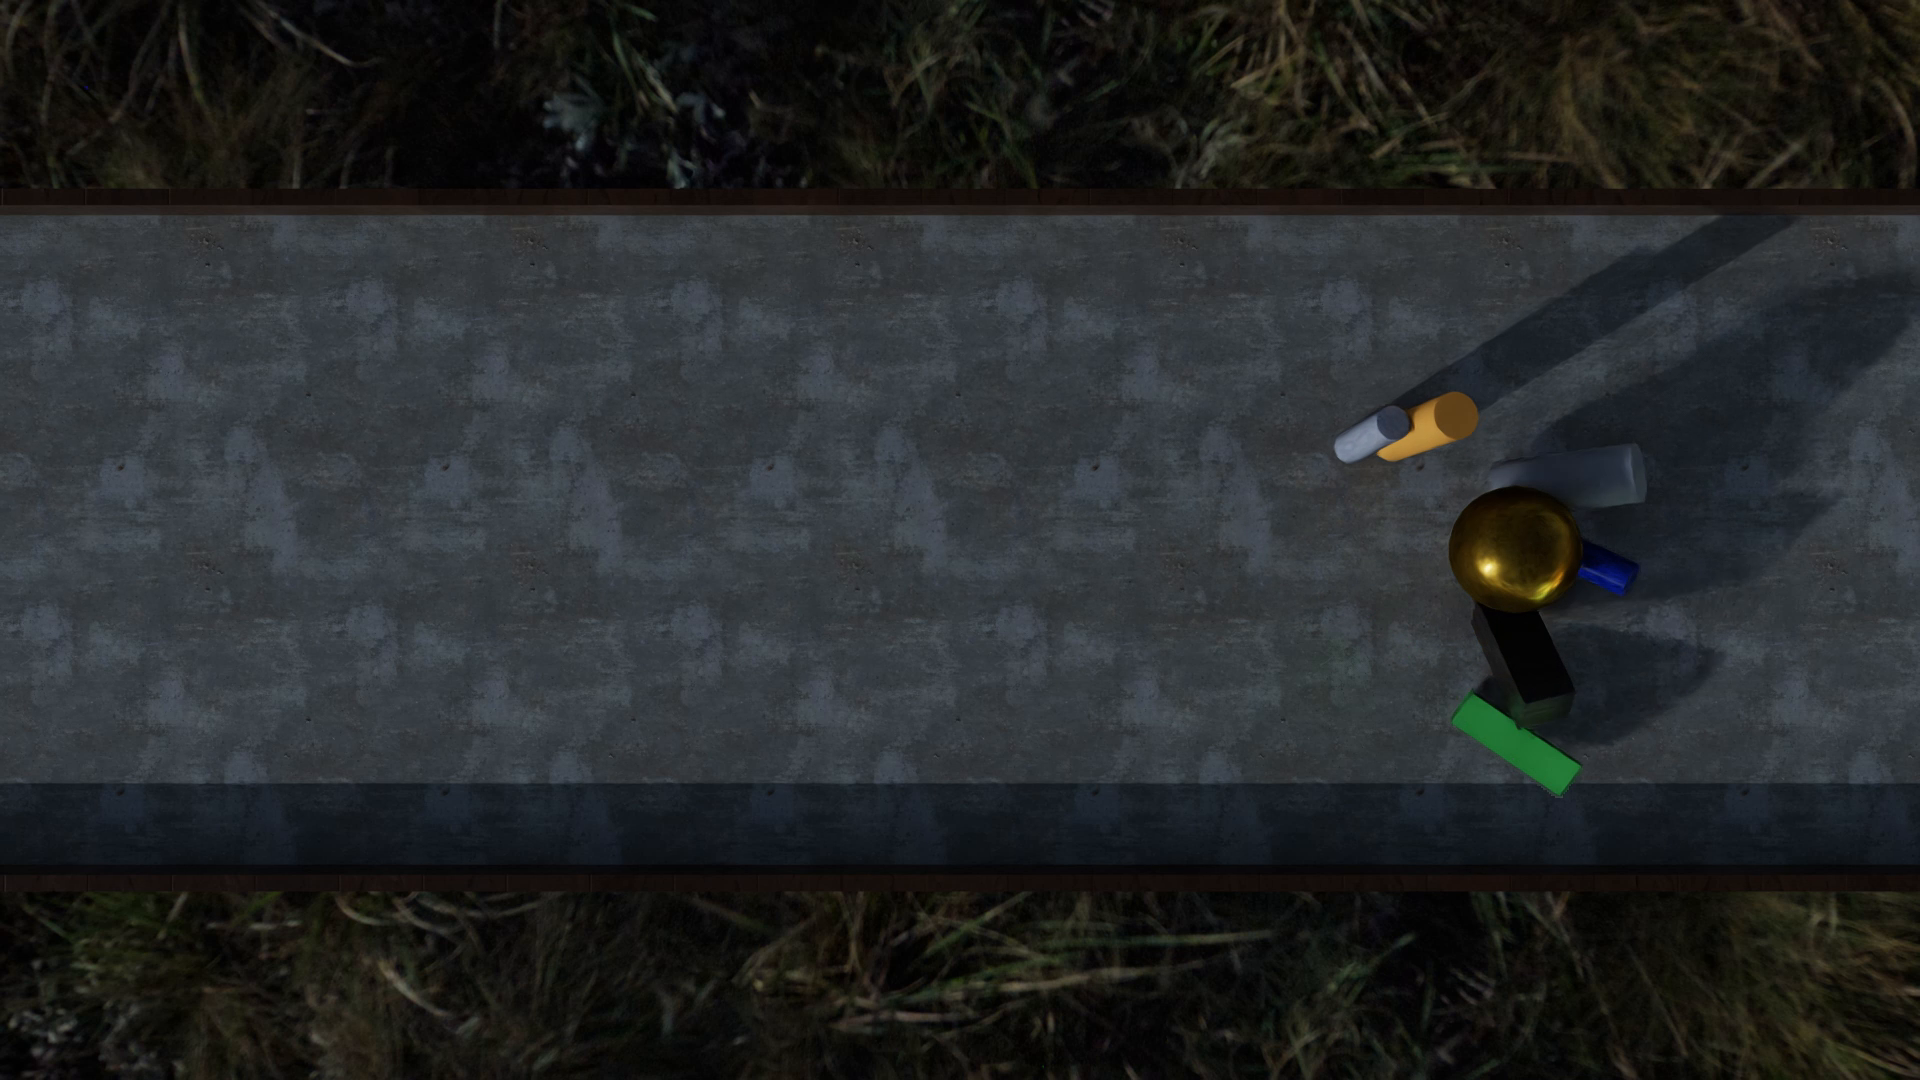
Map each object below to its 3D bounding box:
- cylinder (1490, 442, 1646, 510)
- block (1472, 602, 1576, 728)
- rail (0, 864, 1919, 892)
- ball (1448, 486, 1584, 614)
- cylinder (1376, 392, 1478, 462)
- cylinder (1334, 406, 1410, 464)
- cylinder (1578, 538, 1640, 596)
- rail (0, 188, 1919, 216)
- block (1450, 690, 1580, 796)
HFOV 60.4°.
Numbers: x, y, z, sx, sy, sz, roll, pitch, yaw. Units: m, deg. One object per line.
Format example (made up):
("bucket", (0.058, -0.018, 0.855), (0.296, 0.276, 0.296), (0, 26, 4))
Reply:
("cylinder", (1.801, -0.173, 4.892), (0.403, 0.175, 0.175), (-8, 90, 34))
("block", (1.667, 0.346, 4.892), (0.151, 0.151, 0.378), (-13, 54, 1))
("rail", (-2.247, 1.025, 5.001), (12.000, 0.150, 0.050), (0, 90, 0))
("ball", (1.610, 0.028, 4.785), (0.369, 0.369, 0.369), (0, 90, 0))
("cylinder", (1.363, -0.330, 4.859), (0.135, 0.416, 0.135), (1, 84, -10))
("cylinder", (1.224, -0.311, 4.911), (0.103, 0.316, 0.103), (2, 80, -10))
("cylinder", (1.856, 0.049, 4.949), (0.326, 0.106, 0.106), (30, 90, 29))
("rail", (-2.247, -1.025, 5.002), (12.000, 0.150, 0.050), (0, 90, 0))
("block", (1.673, 0.609, 4.979), (0.372, 0.109, 0.109), (35, 100, 11))
